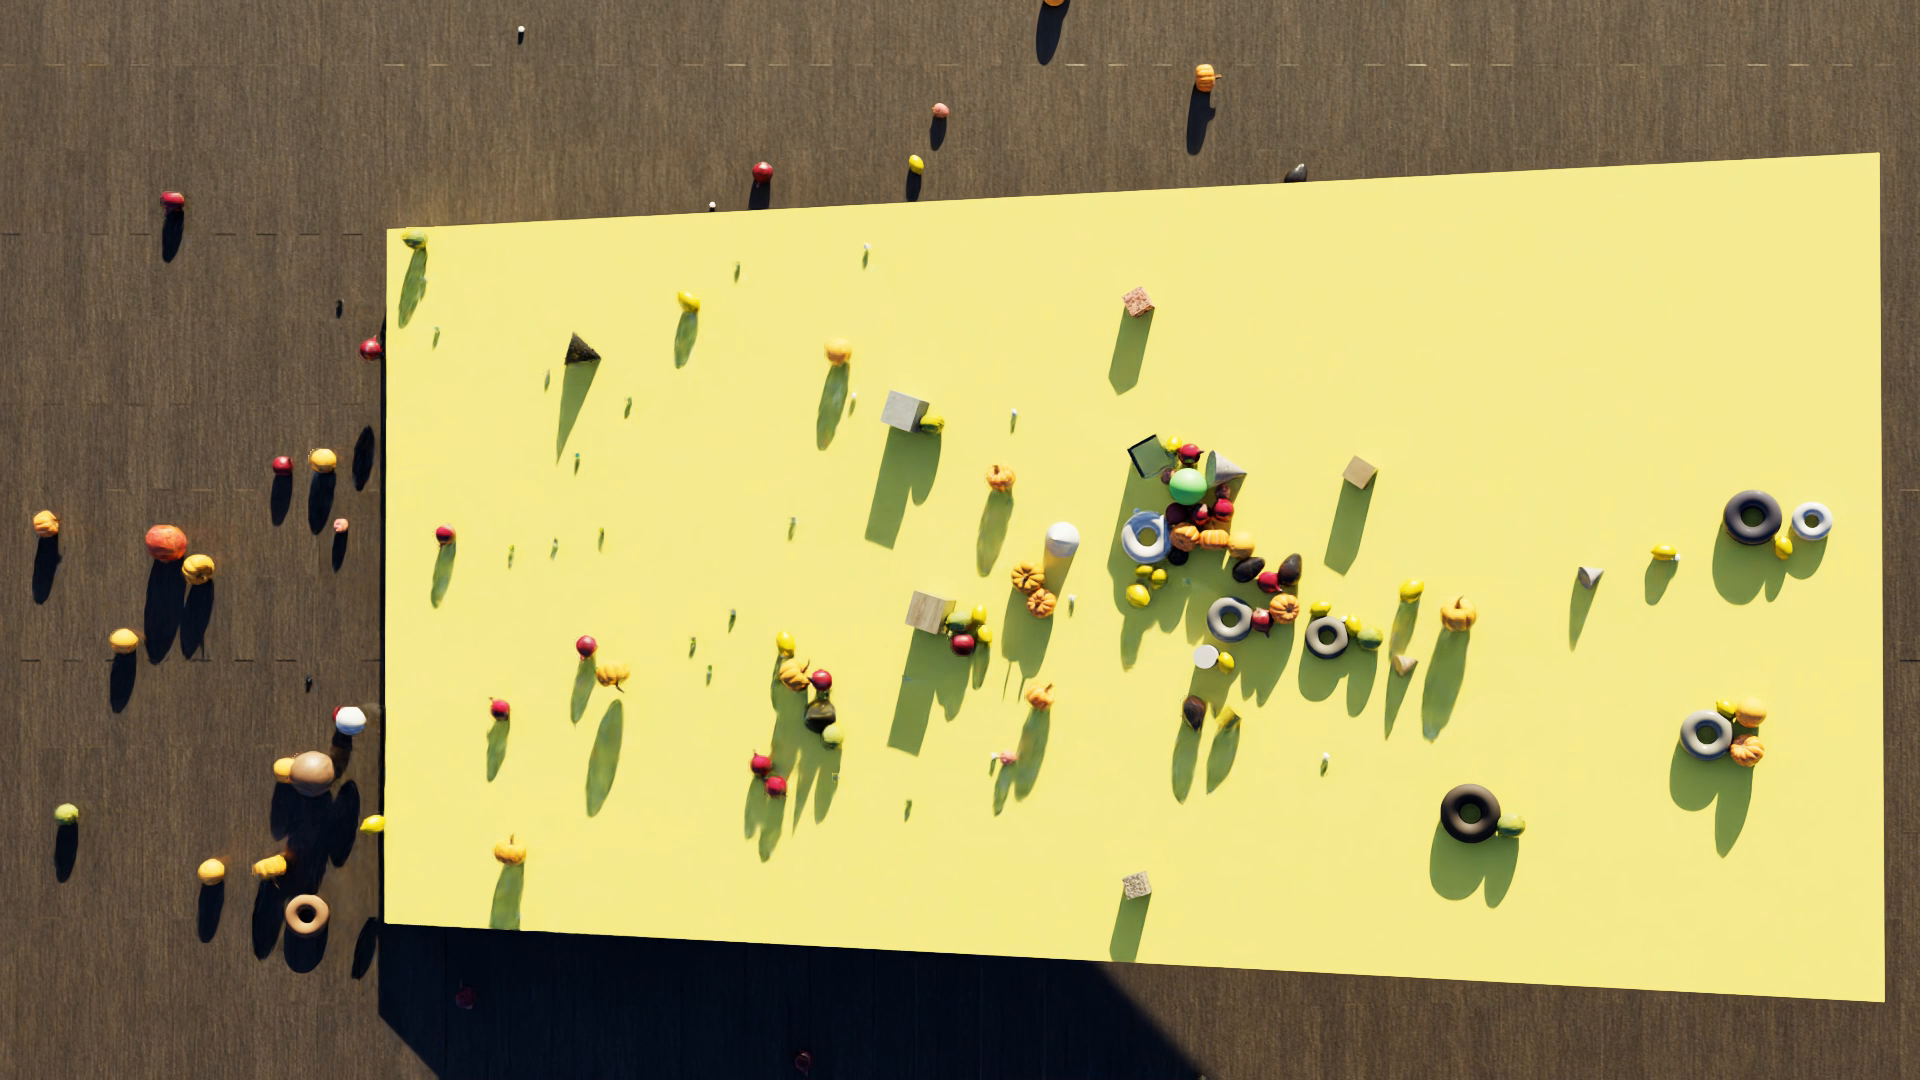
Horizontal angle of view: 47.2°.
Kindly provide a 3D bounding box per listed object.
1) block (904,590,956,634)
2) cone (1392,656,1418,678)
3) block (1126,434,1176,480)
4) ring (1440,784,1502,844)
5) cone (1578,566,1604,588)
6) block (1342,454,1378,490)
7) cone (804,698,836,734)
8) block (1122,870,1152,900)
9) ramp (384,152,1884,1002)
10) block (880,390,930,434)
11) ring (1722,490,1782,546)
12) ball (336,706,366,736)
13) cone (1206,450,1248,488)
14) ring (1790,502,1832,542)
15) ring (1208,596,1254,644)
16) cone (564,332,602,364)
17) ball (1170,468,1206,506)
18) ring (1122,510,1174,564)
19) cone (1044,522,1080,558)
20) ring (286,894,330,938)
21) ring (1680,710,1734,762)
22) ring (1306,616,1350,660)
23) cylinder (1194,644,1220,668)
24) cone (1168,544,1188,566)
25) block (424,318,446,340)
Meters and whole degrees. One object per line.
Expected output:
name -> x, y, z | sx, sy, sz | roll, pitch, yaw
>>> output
block -> -0.078, 0.190, 5.813 | 0.093, 0.093, 0.093 | 17, 94, 16
cone -> 1.118, 0.306, 5.483 | 0.060, 0.060, 0.060 | -26, 89, 14
block -> 0.493, -0.214, 5.650 | 0.085, 0.085, 0.085 | -29, 81, 15
ring -> 1.259, 0.674, 5.424 | 0.148, 0.049, 0.148 | 0, 90, 16
cone -> 1.545, 0.081, 5.357 | 0.058, 0.058, 0.058 | -21, 89, -11
block -> 1.001, -0.169, 5.507 | 0.062, 0.062, 0.062 | 34, 99, 15
cone -> -0.392, 0.475, 5.903 | 0.097, 0.097, 0.097 | 0, 89, 17
block -> 0.456, 0.888, 5.661 | 0.055, 0.055, 0.055 | -19, 84, 16
ramp -> 0.273, 0.094, 5.809 | 4.000, 0.100, 2.000 | 0, 89, 17
block -> -0.146, -0.341, 5.844 | 0.088, 0.088, 0.088 | 20, 95, 16
ring -> 1.890, -0.053, 5.244 | 0.136, 0.045, 0.136 | -1, 88, 21
ball -> -1.754, 0.520, 6.328 | 0.083, 0.083, 0.083 | 0, 89, 0
cone -> 0.688, -0.176, 5.611 | 0.099, 0.099, 0.099 | 5, 89, -10
ring -> 2.019, -0.044, 5.212 | 0.093, 0.031, 0.093 | 0, 90, 18
ring -> 0.689, 0.203, 5.608 | 0.120, 0.040, 0.120 | 0, 90, 16
cone -> -1.046, -0.522, 6.143 | 0.098, 0.098, 0.098 | 16, 89, -10
ball -> 0.582, -0.135, 5.616 | 0.096, 0.096, 0.096 | 0, 89, 0
ring -> 0.485, -0.006, 5.670 | 0.140, 0.047, 0.140 | 0, 90, 16
cone -> 0.254, -0.001, 5.714 | 0.094, 0.094, 0.094 | 0, 89, 17
ring -> -1.901, 1.095, 6.403 | 0.128, 0.043, 0.128 | 0, 88, -1
ring -> 1.789, 0.468, 5.269 | 0.126, 0.042, 0.126 | 0, 90, 17
ring -> 0.924, 0.246, 5.538 | 0.110, 0.037, 0.110 | 0, 90, 16
cylinder -> 0.630, 0.297, 5.614 | 0.060, 0.060, 0.060 | 0, 89, 17
cone -> 0.554, 0.038, 5.643 | 0.057, 0.057, 0.057 | 0, 89, 17
block -> -1.502, -0.603, 6.304 | 0.057, 0.057, 0.057 | 2, 89, 0
